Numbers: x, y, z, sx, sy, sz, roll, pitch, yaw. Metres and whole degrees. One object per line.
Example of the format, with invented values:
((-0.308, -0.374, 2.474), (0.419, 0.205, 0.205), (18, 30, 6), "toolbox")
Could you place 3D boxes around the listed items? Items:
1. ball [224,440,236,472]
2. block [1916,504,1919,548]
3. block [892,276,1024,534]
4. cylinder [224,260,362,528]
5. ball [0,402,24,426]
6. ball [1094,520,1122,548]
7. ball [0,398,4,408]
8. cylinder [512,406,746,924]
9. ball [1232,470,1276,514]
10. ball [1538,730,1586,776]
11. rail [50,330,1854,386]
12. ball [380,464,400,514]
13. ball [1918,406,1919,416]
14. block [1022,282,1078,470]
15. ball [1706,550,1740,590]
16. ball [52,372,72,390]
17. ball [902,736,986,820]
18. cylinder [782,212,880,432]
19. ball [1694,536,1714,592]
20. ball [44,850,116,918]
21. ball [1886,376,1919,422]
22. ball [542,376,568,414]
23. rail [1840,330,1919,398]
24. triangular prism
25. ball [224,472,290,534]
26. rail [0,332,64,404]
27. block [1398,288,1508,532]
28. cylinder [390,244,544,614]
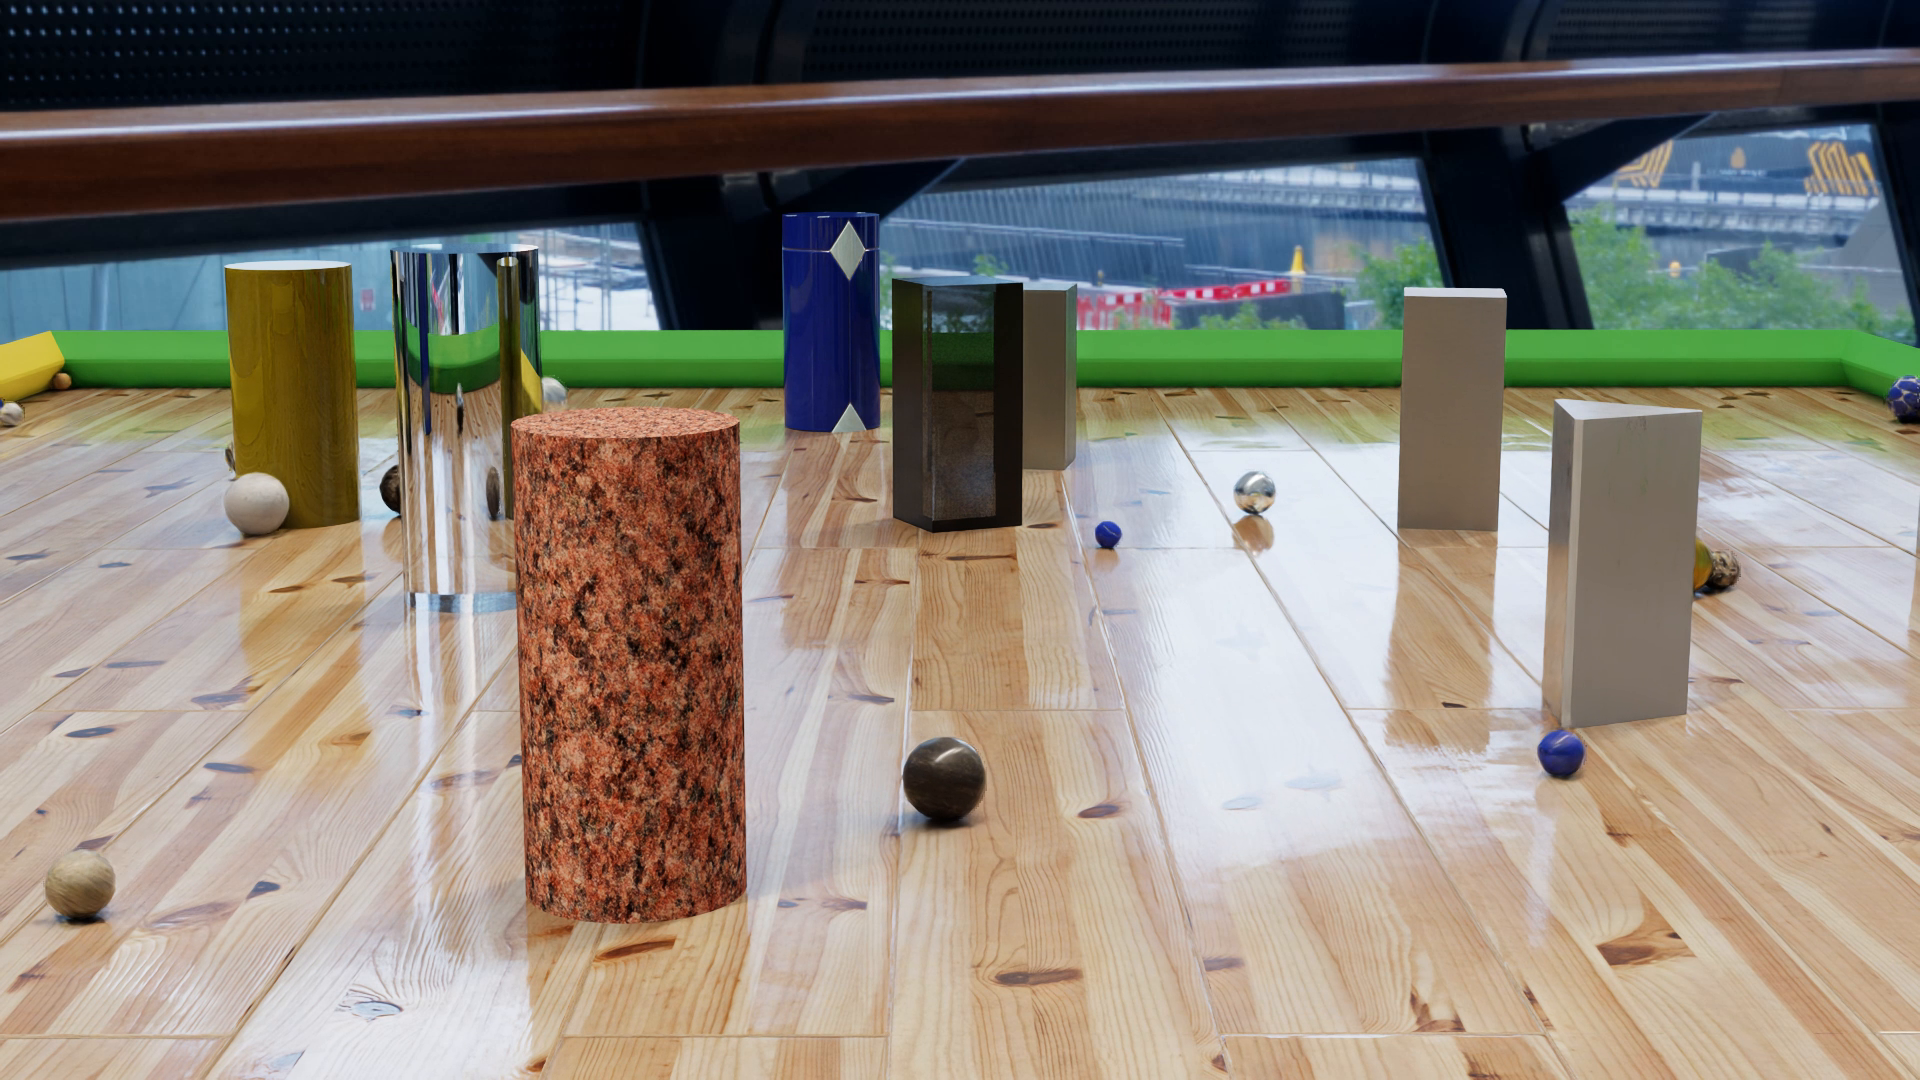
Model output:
((-1.294, -0.153, 4.632), (0.064, 0.064, 0.064), (0, 10, 0), "ball")
((1.550, -0.096, 3.837), (0.157, 0.241, 0.157), (-1, 11, -5), "block")
((-0.005, -0.221, 4.109), (0.157, 0.389, 0.157), (-5, 12, -24), "block")
((-1.073, -0.237, 4.136), (0.197, 0.411, 0.197), (0, 10, 0), "cylinder")
((-1.936, -0.256, 5.235), (0.047, 0.047, 0.047), (0, 10, 0), "ball")
((0.226, -0.009, 3.919), (0.041, 0.041, 0.041), (0, 10, 0), "ball")
((-2.001, -0.274, 5.270), (0.070, 0.070, 0.070), (0, 10, 0), "ball")
((-0.290, 0.105, 2.262), (0.197, 0.421, 0.197), (0, 10, 0), "cylinder")
((0.483, -0.077, 4.206), (0.071, 0.071, 0.071), (0, 10, 0), "ball")
((0.623, 0.221, 2.659), (0.048, 0.048, 0.048), (0, 10, 0), "ball")
((-0.014, -0.412, 5.849), (4.123, 0.128, 0.045), (0, 10, 0), "rail")
((-0.908, -0.084, 4.205), (0.084, 0.084, 0.084), (0, 10, 0), "ball")
((1.986, -0.263, 5.230), (0.062, 0.062, 0.062), (0, 10, 0), "ball")
((0.127, -0.304, 4.727), (0.157, 0.327, 0.157), (2, 11, 10), "block")
((1.066, 0.042, 3.605), (0.055, 0.055, 0.055), (0, 10, 0), "ball")
((-2.033, -0.358, 5.804), (0.042, 0.042, 0.042), (0, 10, 0), "ball")
((-0.016, 0.233, 2.503), (0.082, 0.082, 0.082), (0, 10, 0), "ball")
((-0.260, -0.445, 5.207), (0.197, 0.429, 0.197), (0, 10, 0), "cylinder")
((1.004, 0.033, 3.571), (0.086, 0.086, 0.086), (0, 10, 0), "ball")
((-0.760, 0.297, 2.217), (0.059, 0.059, 0.059), (0, 10, 0), "ball")
((1.961, -0.291, 5.298), (0.092, 0.092, 0.092), (0, 10, 0), "ball")
((-0.853, -0.286, 5.263), (0.097, 0.097, 0.097), (0, 10, 0), "ball")
((2.038, 0.031, 3.460), (0.045, 0.128, 4.929), (0, 10, 0), "rail")
((0.719, 0.021, 2.919), (0.170, 0.347, 0.148), (-5, 12, -24), "triangular prism")
((-1.103, -0.057, 4.022), (0.098, 0.098, 0.098), (0, 10, 0), "ball")
((-2.038, 0.035, 3.437), (0.045, 0.128, 4.929), (0, 10, 0), "rail")
((0.786, -0.212, 4.112), (0.157, 0.370, 0.157), (2, 11, 9), "block")
((-0.669, -0.157, 3.505), (0.197, 0.482, 0.197), (0, 10, 0), "cylinder")
